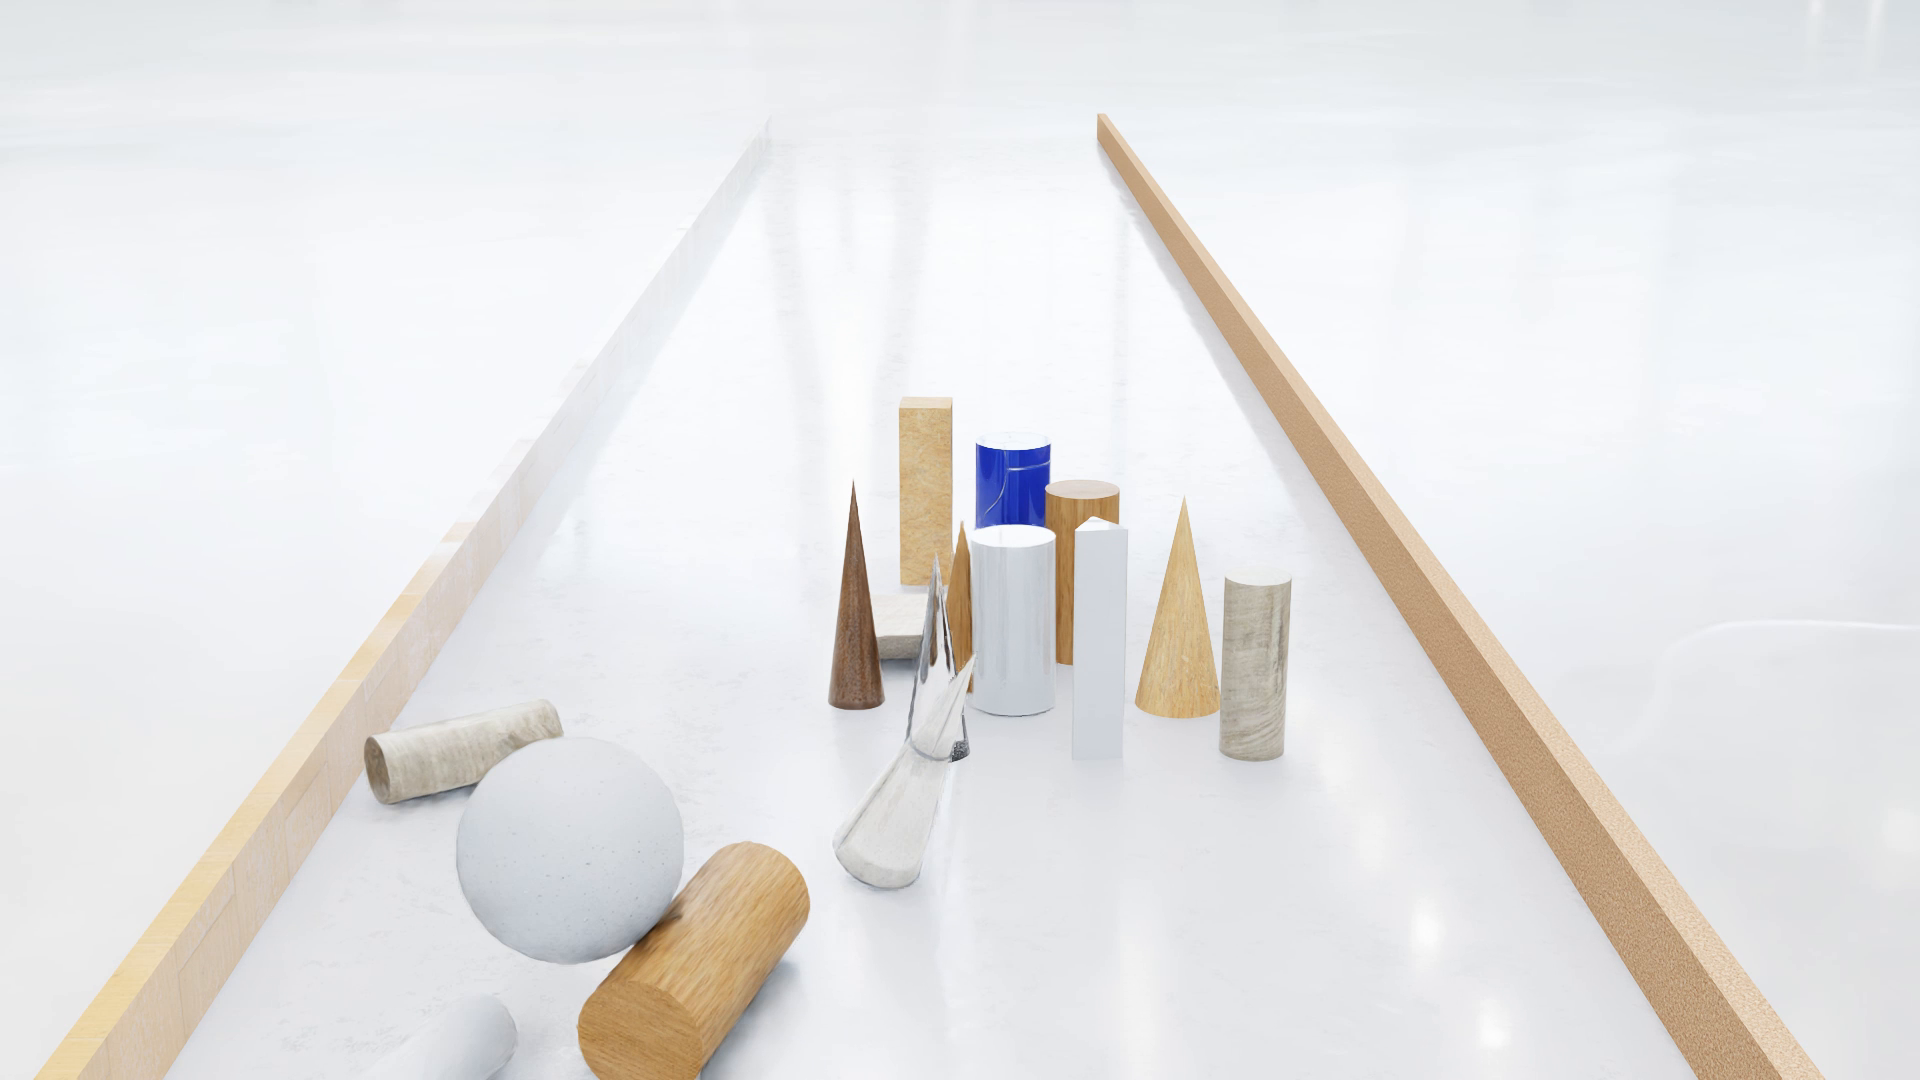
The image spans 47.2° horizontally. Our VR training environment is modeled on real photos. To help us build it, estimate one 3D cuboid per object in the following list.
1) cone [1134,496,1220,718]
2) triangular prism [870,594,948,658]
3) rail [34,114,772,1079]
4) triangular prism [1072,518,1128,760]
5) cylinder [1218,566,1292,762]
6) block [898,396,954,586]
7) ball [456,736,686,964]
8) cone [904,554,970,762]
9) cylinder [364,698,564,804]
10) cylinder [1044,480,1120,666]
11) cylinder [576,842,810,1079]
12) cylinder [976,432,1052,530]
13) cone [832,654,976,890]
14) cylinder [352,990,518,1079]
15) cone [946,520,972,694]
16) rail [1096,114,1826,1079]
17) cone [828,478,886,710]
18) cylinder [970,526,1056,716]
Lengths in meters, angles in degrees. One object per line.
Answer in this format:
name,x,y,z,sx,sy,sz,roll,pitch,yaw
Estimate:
cone,0.415,0.111,4.126,0.166,0.415,0.166,0,17,0
triangular prism,-0.020,0.160,4.394,0.366,0.111,0.128,-1,-20,-3
rail,-1.118,-0.838,7.780,0.050,0.150,12.000,0,17,-1
triangular prism,0.240,0.174,3.895,0.092,0.425,0.080,-2,17,-8
cylinder,0.524,0.220,3.912,0.117,0.328,0.117,0,17,0
block,-0.075,-0.109,4.883,0.112,0.404,0.112,1,17,3
ball,-0.516,0.411,2.920,0.300,0.300,0.300,0,17,0
cone,-0.042,0.197,3.899,0.121,0.380,0.121,0,17,0
cylinder,-0.854,0.363,3.798,0.316,0.119,0.119,-11,20,-33
cylinder,0.243,0.064,4.404,0.148,0.345,0.148,0,17,0
cylinder,-0.353,0.576,2.990,0.171,0.171,0.434,4,17,14
cylinder,0.112,-0.026,4.648,0.160,0.380,0.160,0,17,0
cone,-0.053,0.328,3.328,0.148,0.435,0.148,17,34,-12
cylinder,-0.706,0.699,2.684,0.109,0.109,0.442,6,18,20
cone,0.005,0.116,4.243,0.129,0.336,0.129,0,16,0
rail,0.932,-0.844,7.801,0.050,0.150,12.000,0,17,-1
cone,-0.198,0.093,4.136,0.111,0.444,0.111,0,17,0
cylinder,0.101,0.150,4.143,0.159,0.326,0.159,-1,15,0
